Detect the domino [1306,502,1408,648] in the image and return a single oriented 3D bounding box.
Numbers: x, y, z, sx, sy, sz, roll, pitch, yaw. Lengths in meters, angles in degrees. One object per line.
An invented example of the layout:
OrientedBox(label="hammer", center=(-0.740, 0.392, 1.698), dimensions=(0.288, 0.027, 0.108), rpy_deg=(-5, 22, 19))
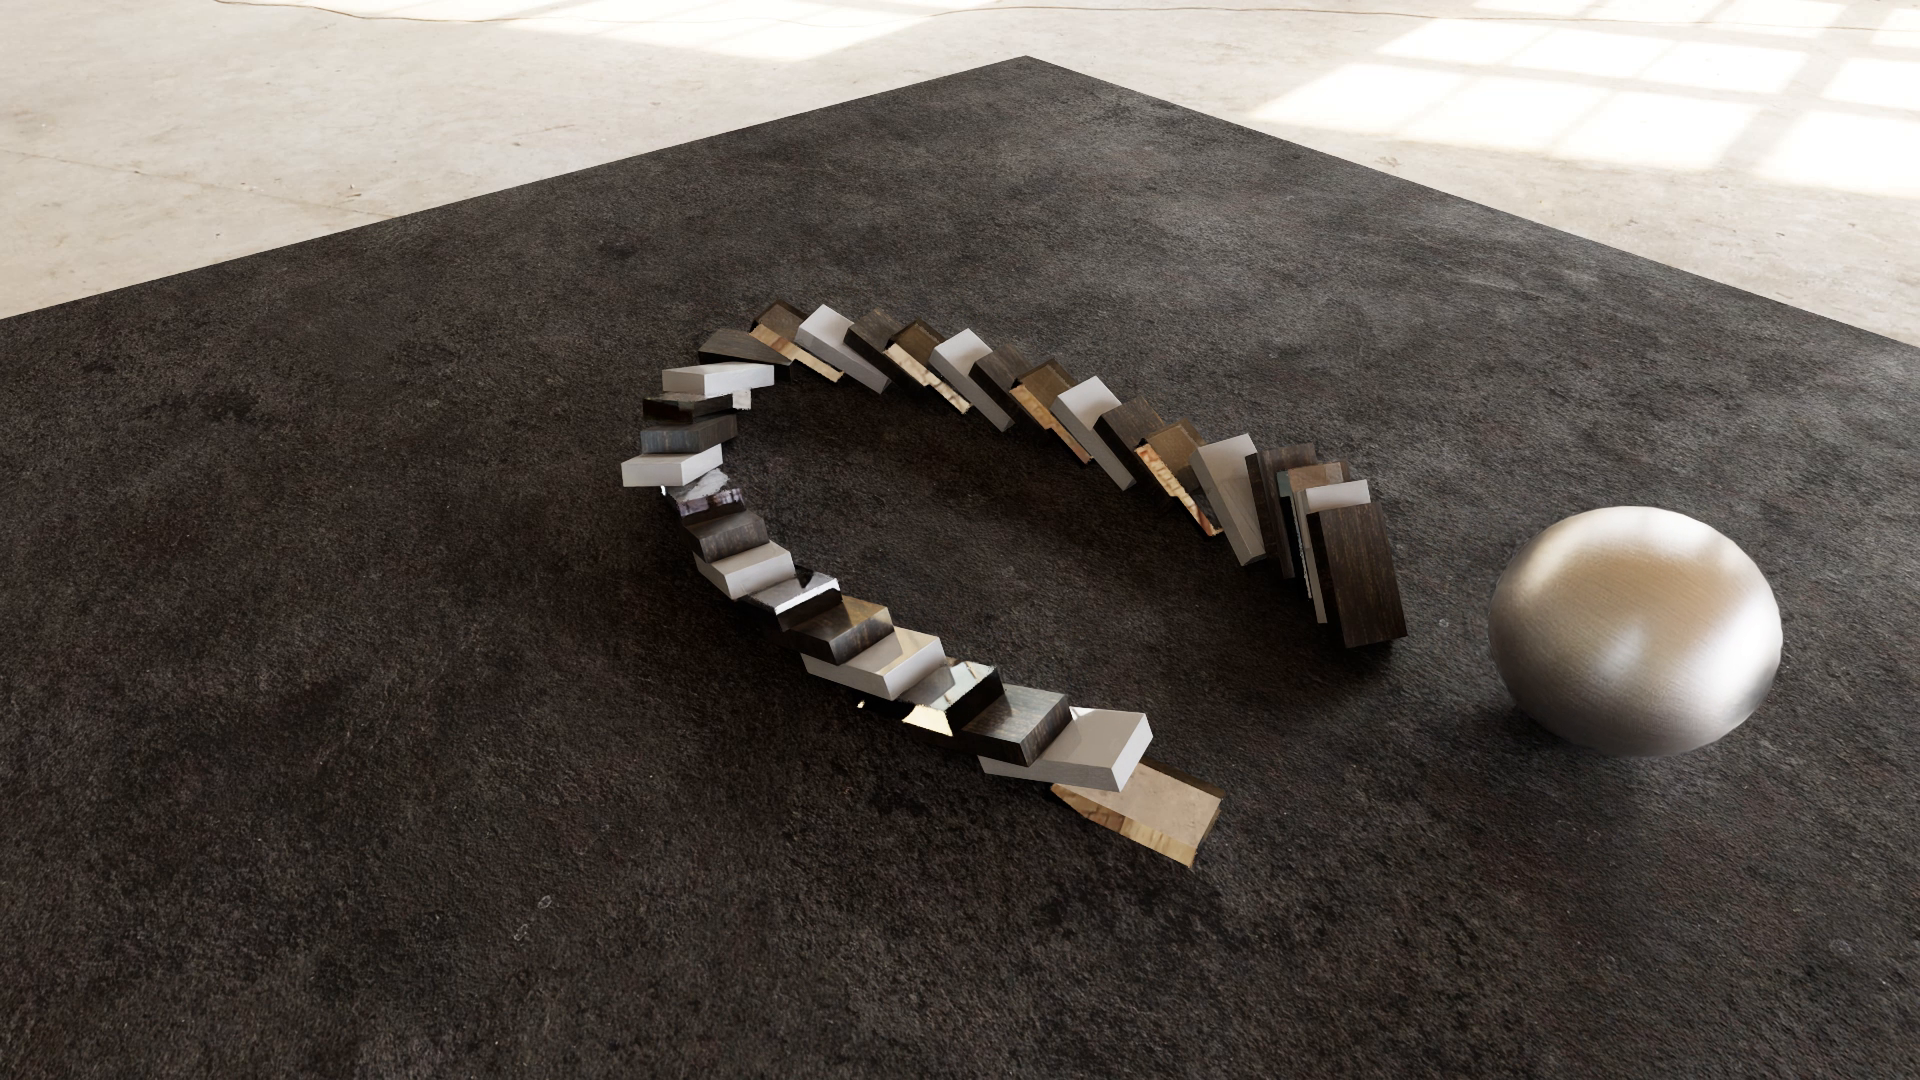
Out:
OrientedBox(label="domino", center=(0.145, 0.013, 0.402), dimensions=(0.025, 0.050, 0.009), rpy_deg=(-9, -4, -11))

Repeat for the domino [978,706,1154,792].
OrientedBox(label="domino", center=(0.033, 0.065, 0.349), dimensions=(0.050, 0.010, 0.025), rpy_deg=(-1, 32, 38))

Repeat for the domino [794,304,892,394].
OrientedBox(label="domino", center=(-0.054, -0.095, 0.544), dimensions=(0.050, 0.010, 0.025), rpy_deg=(32, 44, 1))

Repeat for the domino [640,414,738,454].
OrientedBox(label="domino", center=(-0.118, -0.047, 0.484), dimensions=(0.025, 0.010, 0.050), rpy_deg=(1, 14, 7))

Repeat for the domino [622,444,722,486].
OrientedBox(label="domino", center=(-0.121, -0.032, 0.466), dimensions=(0.025, 0.009, 0.050), rpy_deg=(0, 14, 6))

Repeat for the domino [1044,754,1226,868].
OrientedBox(label="domino", center=(0.055, 0.080, 0.346), dimensions=(0.050, 0.010, 0.025), rpy_deg=(21, 44, 24))

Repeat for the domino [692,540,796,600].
OrientedBox(label="domino", center=(-0.083, 0.008, 0.417), dimensions=(0.025, 0.009, 0.050), rpy_deg=(-21, 19, -22))

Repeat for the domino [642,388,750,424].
OrientedBox(label="domino", center=(-0.119, -0.062, 0.503), dimensions=(0.025, 0.009, 0.050), rpy_deg=(7, 16, 18))

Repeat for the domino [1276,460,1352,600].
OrientedBox(label="domino", center=(0.139, -0.004, 0.422), dimensions=(0.025, 0.050, 0.009), rpy_deg=(-9, -4, -11))

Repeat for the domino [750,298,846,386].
OrientedBox(label="domino", center=(-0.077, -0.099, 0.550), dimensions=(0.050, 0.009, 0.025), rpy_deg=(32, 44, 1))

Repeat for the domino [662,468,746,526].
OrientedBox(label="domino", center=(-0.106, -0.018, 0.450), dimensions=(0.025, 0.010, 0.050), rpy_deg=(-16, 18, -19))

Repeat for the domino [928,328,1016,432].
OrientedBox(label="domino", center=(0.012, -0.076, 0.520), dimensions=(0.050, 0.010, 0.025), rpy_deg=(45, 53, 11))

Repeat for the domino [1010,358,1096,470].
OrientedBox(label="domino", center=(0.049, -0.058, 0.498), dimensions=(0.025, 0.009, 0.050), rpy_deg=(-32, 74, -33))

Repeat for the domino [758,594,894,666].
OrientedBox(label="domino", center=(-0.048, 0.030, 0.391), dimensions=(0.025, 0.009, 0.050), rpy_deg=(-30, 24, -32))

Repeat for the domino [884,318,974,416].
OrientedBox(label="domino", center=(-0.009, -0.084, 0.530), dimensions=(0.050, 0.010, 0.025), rpy_deg=(40, 49, 7))

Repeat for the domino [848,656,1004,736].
OrientedBox(label="domino", center=(-0.012, 0.049, 0.367), dimensions=(0.025, 0.009, 0.050), rpy_deg=(-35, 26, -34))

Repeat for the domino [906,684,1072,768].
OrientedBox(label="domino", center=(0.009, 0.058, 0.358), dimensions=(0.050, 0.009, 0.025), rpy_deg=(4, 33, 43))

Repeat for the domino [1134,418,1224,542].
OrientedBox(label="domino", center=(0.098, -0.026, 0.459), dimensions=(0.025, 0.010, 0.050), rpy_deg=(-25, 70, -27))

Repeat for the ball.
OrientedBox(label="ball", center=(0.214, 0.029, 0.352), dimensions=(0.080, 0.080, 0.080), rpy_deg=(0, 39, 0))

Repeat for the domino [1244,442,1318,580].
OrientedBox(label="domino", center=(0.130, -0.011, 0.431), dimensions=(0.025, 0.050, 0.009), rpy_deg=(-11, -3, -13))

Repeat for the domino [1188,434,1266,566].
OrientedBox(label="domino", center=(0.115, -0.017, 0.445), dimensions=(0.025, 0.009, 0.050), rpy_deg=(-17, 72, -19))

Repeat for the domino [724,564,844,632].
OrientedBox(label="domino", center=(-0.066, 0.019, 0.404), dimensions=(0.025, 0.009, 0.050), rpy_deg=(-26, 21, -28))

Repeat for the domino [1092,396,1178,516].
OrientedBox(label="domino", center=(0.083, -0.037, 0.473), dimensions=(0.025, 0.010, 0.050), rpy_deg=(-27, 71, -29))

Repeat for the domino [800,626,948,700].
OrientedBox(label="domino", center=(-0.031, 0.040, 0.379), dimensions=(0.025, 0.010, 0.050), rpy_deg=(-33, 25, -33))

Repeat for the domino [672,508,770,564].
OrientedBox(label="domino", center=(-0.095, -0.004, 0.433), dimensions=(0.025, 0.010, 0.050), rpy_deg=(-19, 19, -21))

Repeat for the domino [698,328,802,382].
OrientedBox(label="domino", center=(-0.104, -0.094, 0.559), dimensions=(0.050, 0.010, 0.025), rpy_deg=(11, 41, 13))

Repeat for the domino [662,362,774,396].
OrientedBox(label="domino", center=(-0.114, -0.077, 0.520), dimensions=(0.025, 0.010, 0.050), rpy_deg=(10, 17, 27))

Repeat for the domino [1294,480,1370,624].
OrientedBox(label="domino", center=(0.143, 0.004, 0.412), dimensions=(0.025, 0.050, 0.010), rpy_deg=(-9, -4, -11))

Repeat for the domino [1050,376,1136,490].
OrientedBox(label="domino", center=(0.066, -0.048, 0.486), dimensions=(0.025, 0.009, 0.050), rpy_deg=(-30, 73, -32))

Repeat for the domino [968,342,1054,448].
OrientedBox(label="domino", center=(0.030, -0.067, 0.510), dimensions=(0.050, 0.009, 0.025), rpy_deg=(46, 54, 12))

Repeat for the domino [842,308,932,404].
OrientedBox(label="domino", center=(-0.030, -0.091, 0.538), dimensions=(0.050, 0.010, 0.025), rpy_deg=(39, 48, 6))
